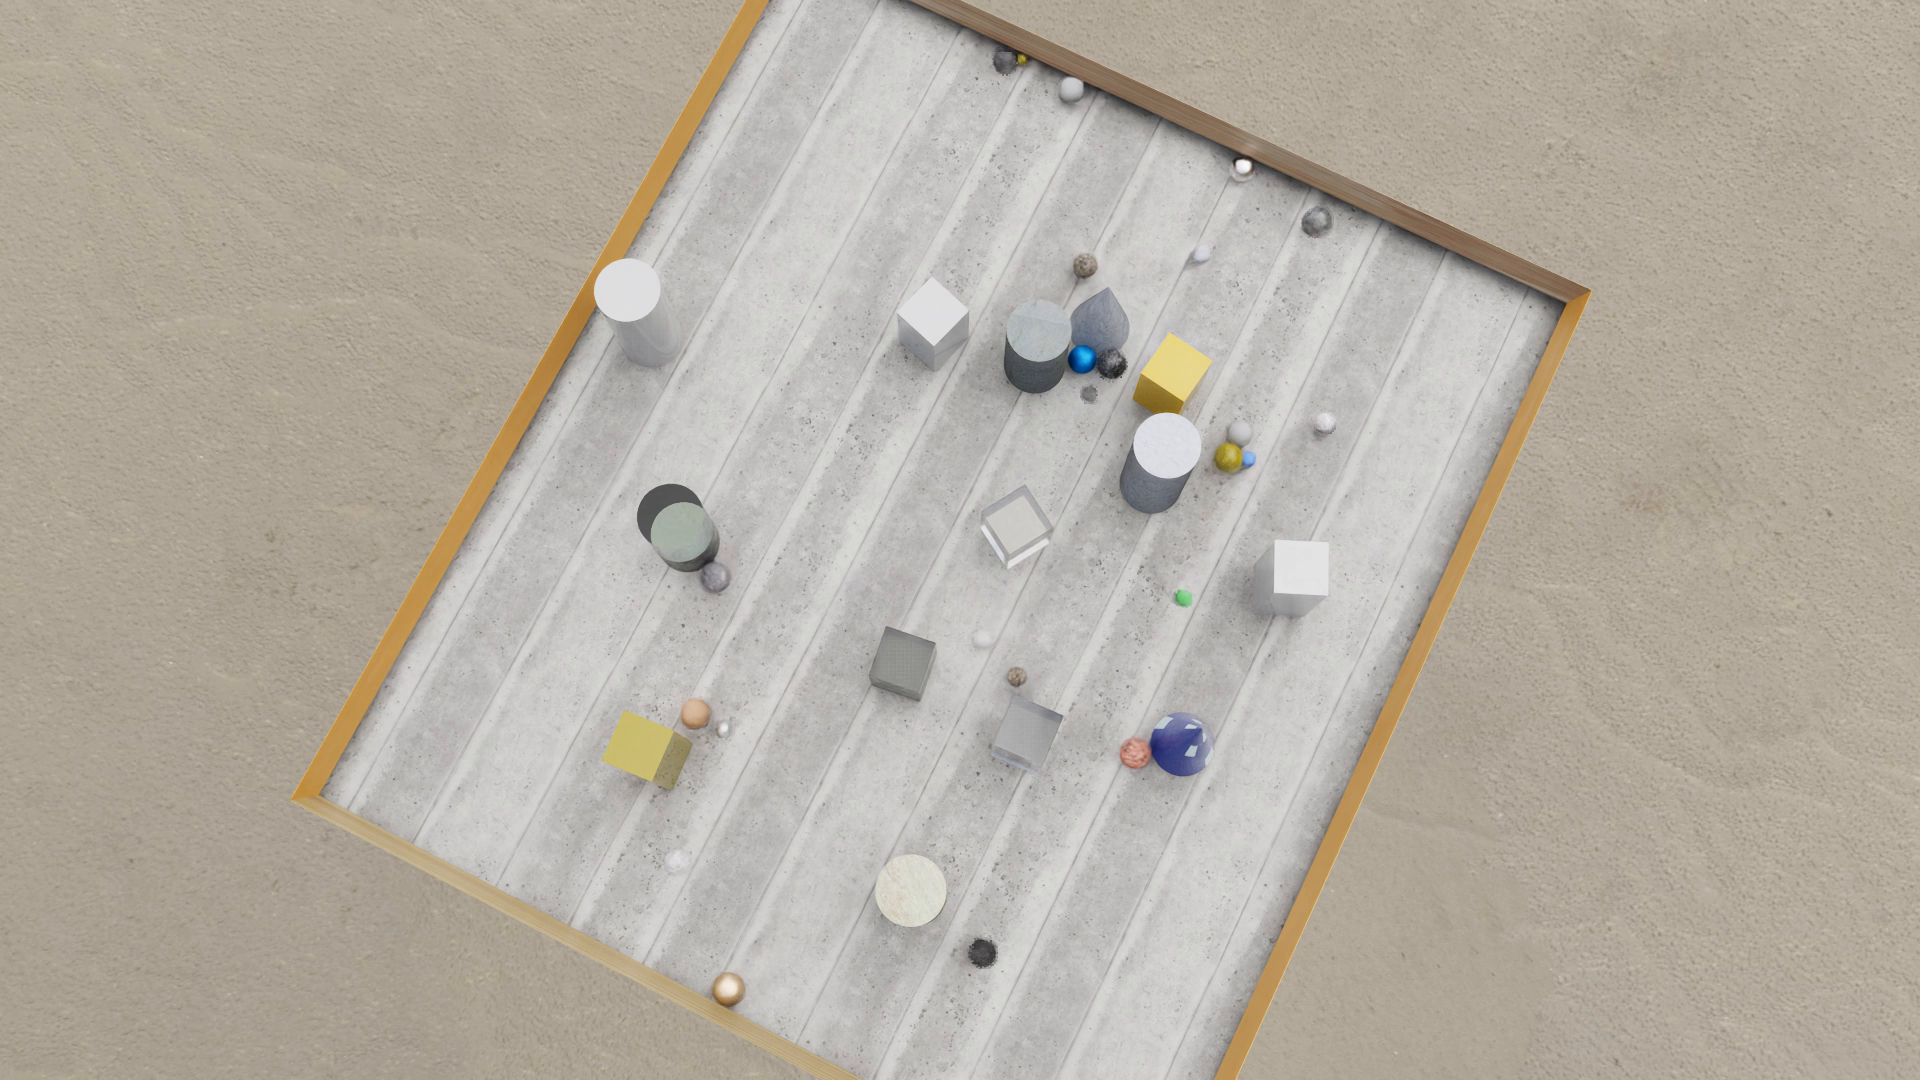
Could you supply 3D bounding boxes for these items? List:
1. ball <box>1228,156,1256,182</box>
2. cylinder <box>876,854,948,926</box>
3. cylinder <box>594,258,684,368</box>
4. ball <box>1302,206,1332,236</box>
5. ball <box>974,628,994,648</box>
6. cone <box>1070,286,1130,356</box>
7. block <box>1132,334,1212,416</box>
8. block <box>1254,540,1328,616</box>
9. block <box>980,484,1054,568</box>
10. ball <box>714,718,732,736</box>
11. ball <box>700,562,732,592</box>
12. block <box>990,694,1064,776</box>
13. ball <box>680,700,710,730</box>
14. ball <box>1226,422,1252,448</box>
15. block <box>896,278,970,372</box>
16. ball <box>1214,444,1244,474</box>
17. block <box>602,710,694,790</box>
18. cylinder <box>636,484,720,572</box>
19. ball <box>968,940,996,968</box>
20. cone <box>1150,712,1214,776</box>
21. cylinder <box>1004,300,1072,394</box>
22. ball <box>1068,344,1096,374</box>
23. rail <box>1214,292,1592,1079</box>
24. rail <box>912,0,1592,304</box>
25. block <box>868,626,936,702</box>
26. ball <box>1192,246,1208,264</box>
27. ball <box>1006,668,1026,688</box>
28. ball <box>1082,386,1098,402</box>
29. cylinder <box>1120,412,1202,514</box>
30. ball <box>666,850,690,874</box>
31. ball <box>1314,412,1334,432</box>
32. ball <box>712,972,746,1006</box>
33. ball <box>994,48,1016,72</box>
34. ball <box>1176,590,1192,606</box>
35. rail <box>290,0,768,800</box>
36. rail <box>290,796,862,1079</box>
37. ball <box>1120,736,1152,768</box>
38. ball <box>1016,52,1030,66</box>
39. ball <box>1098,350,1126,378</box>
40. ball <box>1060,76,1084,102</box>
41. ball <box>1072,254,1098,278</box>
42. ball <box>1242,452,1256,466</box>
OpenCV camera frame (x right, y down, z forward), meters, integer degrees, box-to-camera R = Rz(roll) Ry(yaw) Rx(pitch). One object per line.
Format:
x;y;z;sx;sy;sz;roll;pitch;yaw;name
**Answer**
0.895;-1.179;5.818;0.083;0.083;0.083;0;78;0;ball
-0.133;0.993;5.173;0.192;0.465;0.192;0;78;0;cylinder
-0.964;-0.679;5.528;0.192;0.448;0.192;0;78;0;cylinder
1.124;-1.003;5.776;0.095;0.095;0.095;0;78;0;ball
0.071;0.297;5.525;0.059;0.059;0.059;0;78;0;ball
0.437;-0.706;5.567;0.192;0.384;0.192;0;78;0;cone
0.644;-0.486;5.576;0.154;0.276;0.154;35;80;7;block
0.973;0.116;5.403;0.154;0.372;0.154;3;78;1;block
0.169;-0.038;5.505;0.154;0.235;0.154;-32;80;-6;block
-0.706;0.560;5.474;0.052;0.052;0.052;0;78;0;ball
-0.739;0.111;5.546;0.093;0.093;0.093;0;78;0;ball
0.192;0.569;5.321;0.154;0.348;0.154;23;79;5;block
-0.788;0.519;5.463;0.090;0.090;0.090;0;78;0;ball
0.862;-0.325;5.644;0.079;0.079;0.079;0;78;0;ball
-0.081;-0.657;5.615;0.154;0.268;0.154;43;81;8;block
0.824;-0.250;5.622;0.090;0.090;0.090;0;78;0;ball
-0.899;0.612;5.298;0.154;0.376;0.154;22;79;4;block
-0.831;-0.032;5.436;0.192;0.366;0.192;0;78;0;cylinder
0.065;1.202;5.327;0.080;0.080;0.080;0;78;0;ball
0.666;0.565;5.265;0.192;0.459;0.192;0;78;0;cone
0.233;-0.584;5.566;0.192;0.335;0.192;0;78;0;cylinder
0.380;-0.561;5.687;0.089;0.089;0.089;0;78;0;ball
1.228;0.608;5.426;0.045;0.125;3.141;26;80;5;rail
0.692;-1.348;5.831;2.792;0.125;0.045;26;80;5;rail
-0.167;0.369;5.421;0.154;0.234;0.154;18;79;4;block
0.756;-0.900;5.774;0.056;0.056;0.056;0;78;0;ball
0.171;0.412;5.501;0.060;0.060;0.060;0;78;0;ball
0.403;-0.452;5.685;0.048;0.048;0.048;0;78;0;ball
0.588;-0.222;5.426;0.192;0.463;0.192;0;78;0;cylinder
-0.832;0.944;5.386;0.070;0.070;0.070;0;78;0;ball
1.125;-0.363;5.661;0.059;0.059;0.059;0;78;0;ball
-0.668;1.299;5.299;0.096;0.096;0.096;0;78;0;ball
0.144;-1.542;5.897;0.075;0.075;0.075;0;78;0;ball
0.677;0.173;5.556;0.049;0.049;0.049;0;78;0;ball
-1.228;-0.594;5.675;0.045;0.125;3.141;26;80;5;rail
-0.692;1.362;5.270;2.792;0.125;0.045;26;80;5;rail
0.521;0.629;5.438;0.094;0.094;0.094;0;78;0;ball
0.201;-1.554;5.915;0.046;0.046;0.046;0;78;0;ball
0.471;-0.545;5.683;0.090;0.090;0.090;0;78;0;ball
0.359;-1.443;5.874;0.081;0.081;0.081;0;78;0;ball
0.393;-0.859;5.755;0.077;0.077;0.077;0;78;0;ball
0.888;-0.248;5.644;0.046;0.046;0.046;0;78;0;ball
